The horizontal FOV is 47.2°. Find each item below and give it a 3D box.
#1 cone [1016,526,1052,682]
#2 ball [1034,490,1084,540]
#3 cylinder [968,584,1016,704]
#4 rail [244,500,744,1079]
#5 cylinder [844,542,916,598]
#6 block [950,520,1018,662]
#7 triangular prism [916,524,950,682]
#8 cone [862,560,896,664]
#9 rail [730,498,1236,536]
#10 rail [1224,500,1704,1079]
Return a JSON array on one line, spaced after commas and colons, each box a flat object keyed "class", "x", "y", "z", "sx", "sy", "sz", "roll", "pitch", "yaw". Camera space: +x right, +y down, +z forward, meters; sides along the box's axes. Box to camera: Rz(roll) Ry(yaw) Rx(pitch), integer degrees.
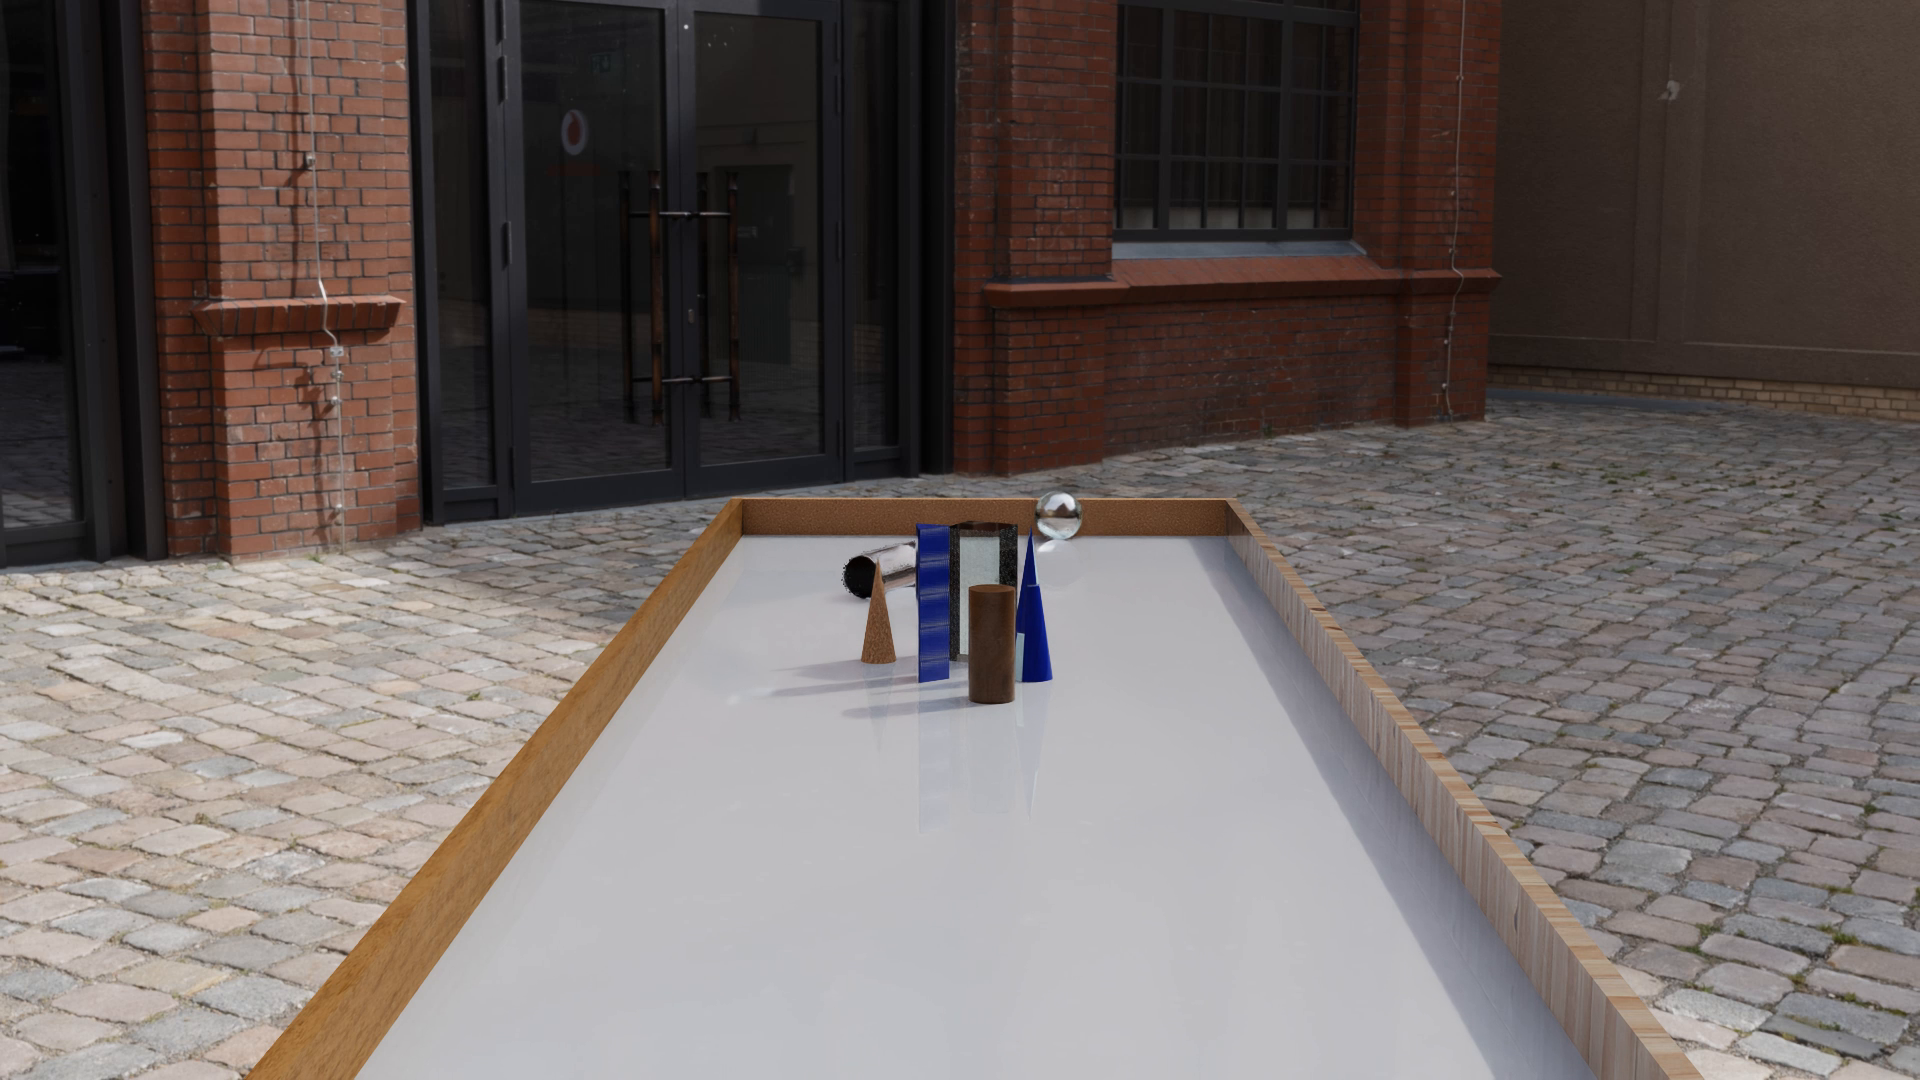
[{"class": "cone", "x": 0.206, "y": 0.179, "z": 6.426, "sx": 0.136, "sy": 0.455, "sz": 0.136, "roll": 0, "pitch": 9, "yaw": 0}, {"class": "ball", "x": 0.403, "y": -0.101, "z": 9.002, "sx": 0.202, "sy": 0.202, "sz": 0.202, "roll": 0, "pitch": 9, "yaw": 0}, {"class": "cylinder", "x": 0.089, "y": 0.291, "z": 6.162, "sx": 0.132, "sy": 0.317, "sz": 0.132, "roll": 0, "pitch": 9, "yaw": 0}, {"class": "rail", "x": -1.004, "y": 0.839, "z": 3.234, "sx": 0.050, "sy": 0.150, "sz": 12.000, "roll": 0, "pitch": 9, "yaw": 1}, {"class": "cylinder", "x": -0.247, "y": 0.104, "z": 7.871, "sx": 0.150, "sy": 0.150, "sz": 0.387, "roll": 5, "pitch": 10, "yaw": 29}, {"class": "block", "x": 0.064, "y": 0.159, "z": 6.704, "sx": 0.167, "sy": 0.408, "sz": 0.167, "roll": 5, "pitch": 10, "yaw": 27}, {"class": "triangular prism", "x": -0.101, "y": 0.181, "z": 6.420, "sx": 0.106, "sy": 0.453, "sz": 0.091, "roll": -6, "pitch": 11, "yaw": -34}, {"class": "cone", "x": -0.248, "y": 0.206, "z": 6.672, "sx": 0.108, "sy": 0.325, "sz": 0.108, "roll": 0, "pitch": 9, "yaw": 0}, {"class": "rail", "x": 0.099, "y": -0.098, "z": 9.147, "sx": 2.100, "sy": 0.150, "sz": 0.050, "roll": 0, "pitch": 9, "yaw": 1}, {"class": "rail", "x": 1.046, "y": 0.843, "z": 3.208, "sx": 0.050, "sy": 0.150, "sz": 12.000, "roll": 0, "pitch": 9, "yaw": 1}]
